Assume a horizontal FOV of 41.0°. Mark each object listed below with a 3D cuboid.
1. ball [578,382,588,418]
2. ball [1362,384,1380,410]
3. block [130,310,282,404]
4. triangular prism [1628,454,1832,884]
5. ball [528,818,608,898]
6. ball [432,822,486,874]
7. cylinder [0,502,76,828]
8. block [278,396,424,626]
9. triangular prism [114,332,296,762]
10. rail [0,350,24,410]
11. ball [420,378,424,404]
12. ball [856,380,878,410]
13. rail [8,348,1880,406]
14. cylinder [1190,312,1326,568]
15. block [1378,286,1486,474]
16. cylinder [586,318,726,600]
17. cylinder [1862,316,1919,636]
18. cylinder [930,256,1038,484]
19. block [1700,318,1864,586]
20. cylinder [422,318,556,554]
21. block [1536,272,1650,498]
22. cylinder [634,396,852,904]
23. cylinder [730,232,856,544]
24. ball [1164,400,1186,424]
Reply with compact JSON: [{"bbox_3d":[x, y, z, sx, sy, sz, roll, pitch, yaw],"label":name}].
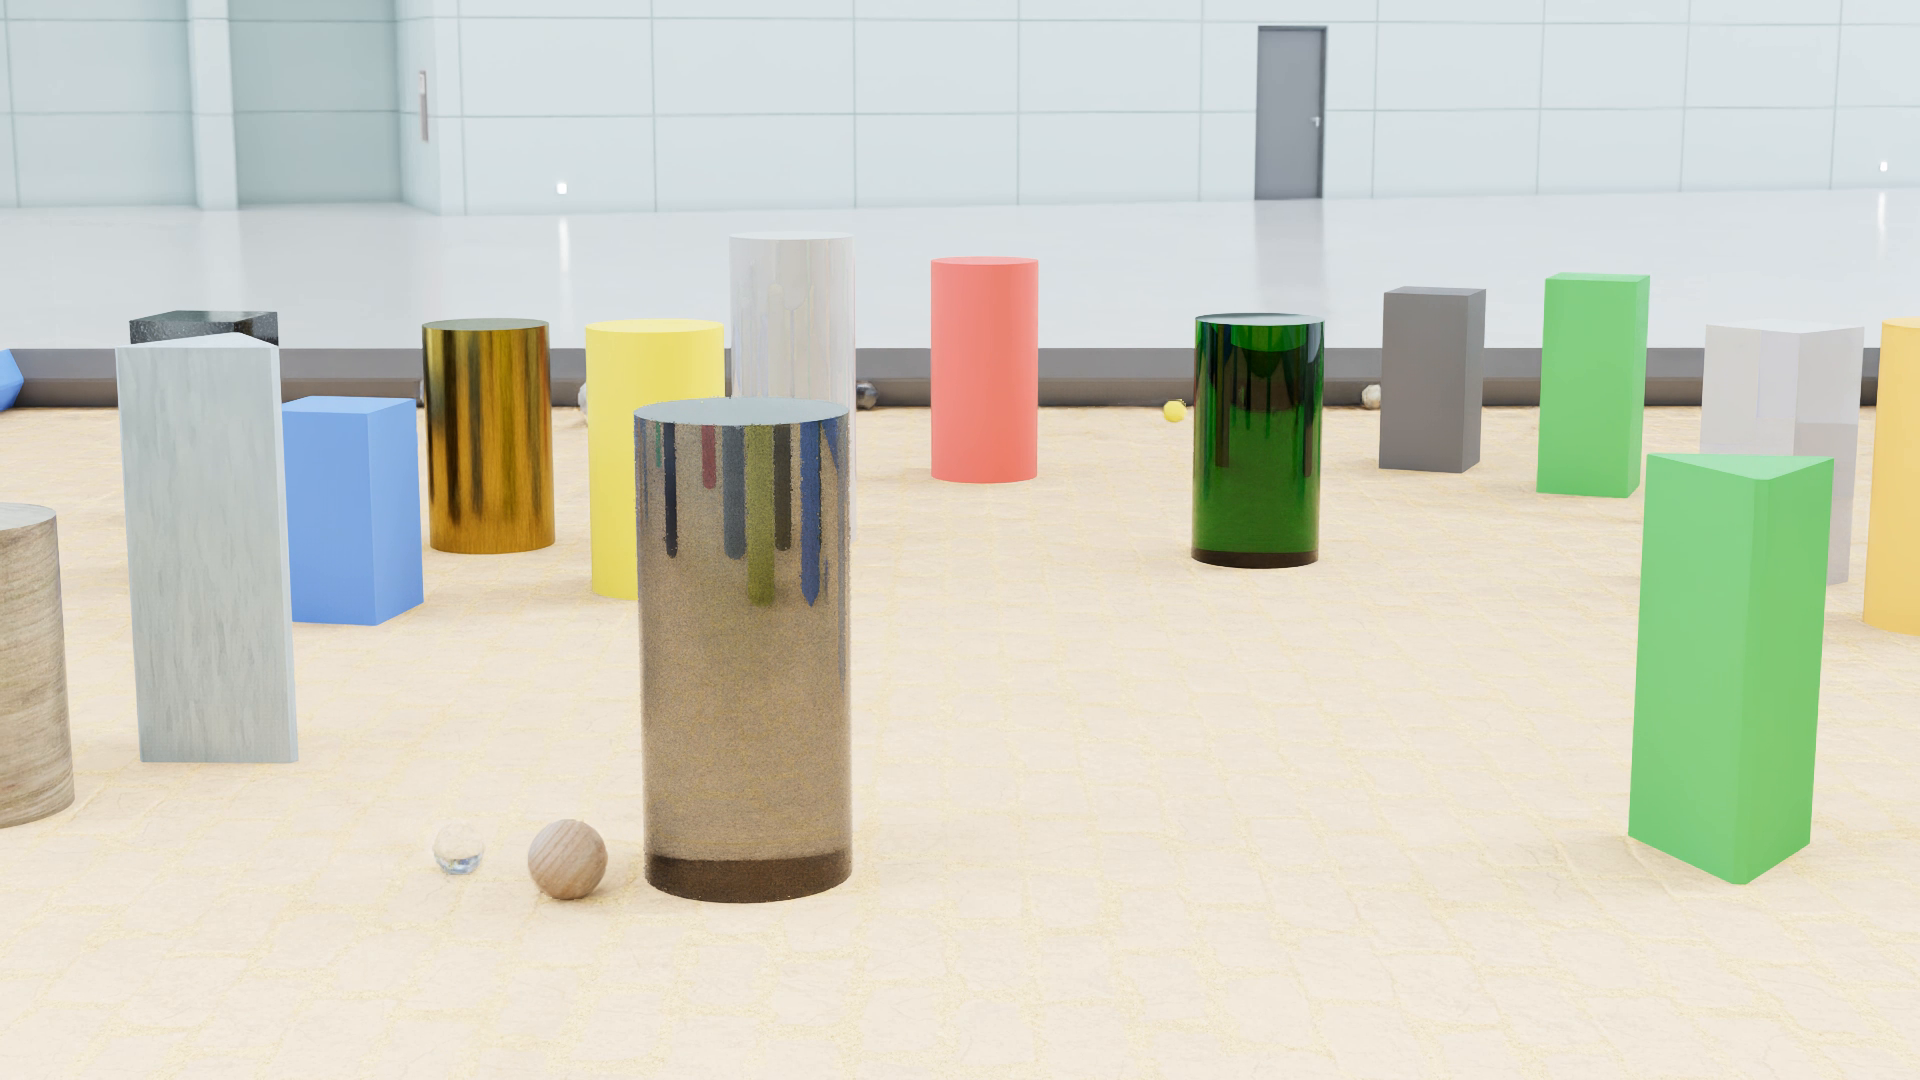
[{"bbox_3d":[-0.735,-0.289,5.257,0.095,0.095,0.095,0,11,0],"label":"ball"},{"bbox_3d":[0.881,-0.304,5.451,0.054,0.054,0.054,0,11,0],"label":"ball"},{"bbox_3d":[-1.067,-0.133,3.659,0.152,0.373,0.152,1,11,8],"label":"block"},{"bbox_3d":[0.695,0.108,2.375,0.143,0.368,0.165,8,13,38],"label":"triangular prism"},{"bbox_3d":[-0.346,0.281,2.262,0.070,0.070,0.070,0,11,0],"label":"ball"},{"bbox_3d":[-0.455,0.280,2.332,0.047,0.047,0.047,0,11,0],"label":"ball"},{"bbox_3d":[-0.978,0.122,2.519,0.190,0.290,0.190,0,11,0],"label":"cylinder"},{"bbox_3d":[-0.823,-0.042,3.422,0.152,0.280,0.152,2,11,12],"label":"block"},{"bbox_3d":[-0.782,0.005,2.736,0.165,0.439,0.143,0,11,1],"label":"triangular prism"},{"bbox_3d":[-1.995,0.034,3.438,0.045,0.124,4.160,0,11,0],"label":"rail"},{"bbox_3d":[-1.088,-0.313,5.386,0.094,0.094,0.094,0,11,0],"label":"ball"},{"bbox_3d":[-0.207,-0.306,5.434,0.064,0.064,0.064,0,11,0],"label":"ball"},{"bbox_3d":[-0.012,-0.345,5.471,4.038,0.124,0.045,0,11,0],"label":"rail"},{"bbox_3d":[0.440,-0.150,3.797,0.190,0.355,0.190,0,11,0],"label":"cylinder"},{"bbox_3d":[0.860,-0.294,4.671,0.152,0.319,0.152,5,11,23],"label":"block"},{"bbox_3d":[-0.422,-0.115,3.577,0.190,0.368,0.190,0,11,0],"label":"cylinder"},{"bbox_3d":[1.288,-0.084,3.338,0.190,0.395,0.190,0,11,0],"label":"cylinder"},{"bbox_3d":[0.043,-0.304,4.552,0.190,0.382,0.190,0,11,0],"label":"cylinder"},{"bbox_3d":[1.156,-0.122,3.626,0.152,0.363,0.152,-8,13,-37],"label":"block"},{"bbox_3d":[-0.717,-0.161,3.908,0.190,0.337,0.190,0,11,0],"label":"cylinder"},{"bbox_3d":[1.087,-0.268,4.405,0.152,0.366,0.152,4,11,22],"label":"block"},{"bbox_3d":[-0.193,0.094,2.305,0.190,0.423,0.190,0,11,0],"label":"cylinder"},{"bbox_3d":[-0.254,-0.231,3.926,0.190,0.468,0.190,0,11,0],"label":"cylinder"},{"bbox_3d":[0.438,-0.262,5.245,0.046,0.046,0.046,0,11,0],"label":"ball"}]
